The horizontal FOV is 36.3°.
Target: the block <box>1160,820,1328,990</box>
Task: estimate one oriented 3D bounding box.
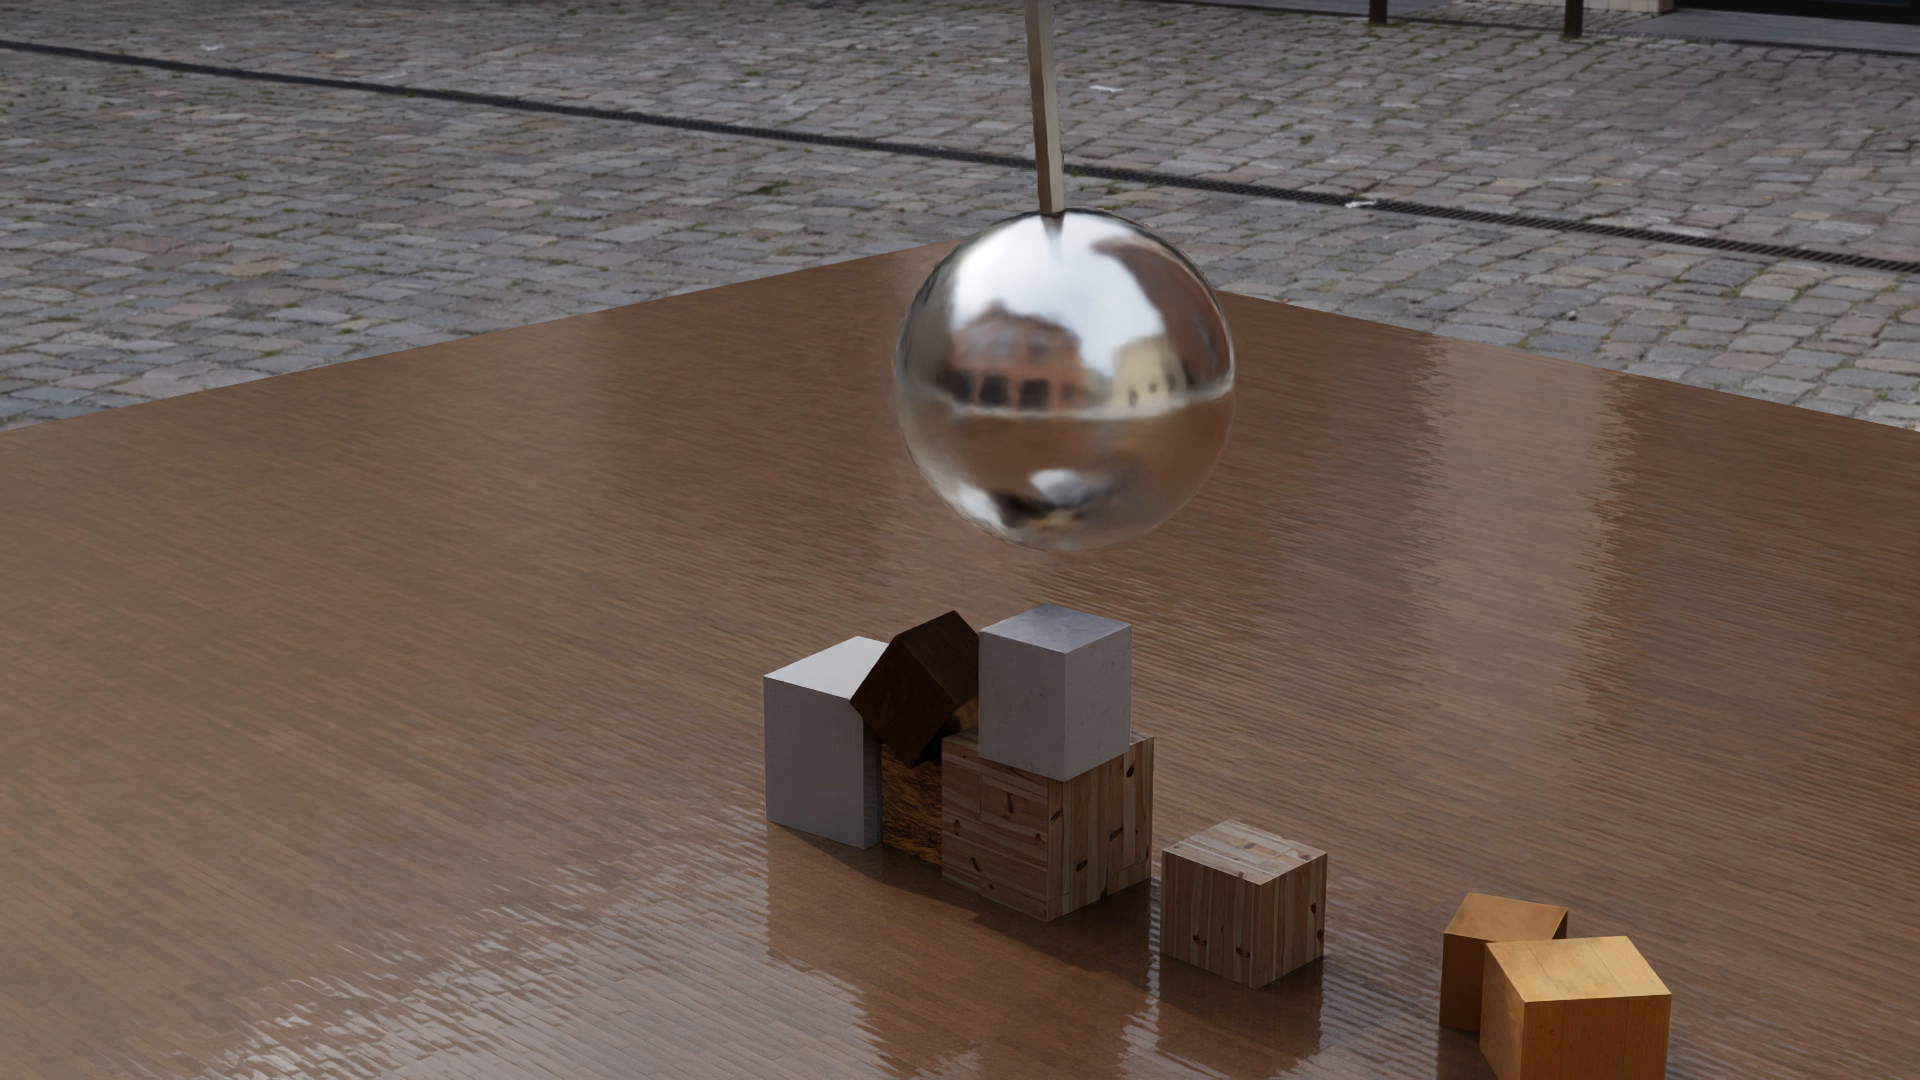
[{"bbox_3d":[1.216,1.557,12.595,0.531,0.478,0.465,16,23,41],"label":"block"}]

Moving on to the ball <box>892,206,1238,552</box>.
[{"bbox_3d":[0.484,-0.742,13.616,1.600,1.600,1.600,0,17,0],"label":"ball"}]

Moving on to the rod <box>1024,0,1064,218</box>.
[{"bbox_3d":[0.210,-3.882,12.342,0.080,5.200,0.080,17,31,42],"label":"rod"}]

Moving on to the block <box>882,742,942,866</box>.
[{"bbox_3d":[-0.015,1.184,13.741,0.499,0.501,0.490,-17,24,-42],"label":"block"}]

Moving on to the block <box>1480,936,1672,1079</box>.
[{"bbox_3d":[2.413,1.896,11.541,0.581,0.463,0.525,-2,18,-6],"label":"block"}]

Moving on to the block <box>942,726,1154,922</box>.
[{"bbox_3d":[0.396,1.218,13.317,0.697,0.690,0.657,-17,24,-42],"label":"block"}]

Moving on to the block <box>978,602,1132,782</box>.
[{"bbox_3d":[0.420,0.666,12.938,0.476,0.592,0.484,14,22,37],"label":"block"}]

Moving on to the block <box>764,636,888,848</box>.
[{"bbox_3d":[-0.476,0.960,14.068,0.599,0.733,0.714,13,21,35],"label":"block"}]

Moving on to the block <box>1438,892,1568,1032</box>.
[{"bbox_3d":[2.239,1.755,12.070,0.416,0.414,0.433,7,19,22],"label":"block"}]

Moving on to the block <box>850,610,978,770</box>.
[{"bbox_3d":[-0.129,0.684,13.446,0.430,0.468,0.448,47,37,16],"label":"block"}]
